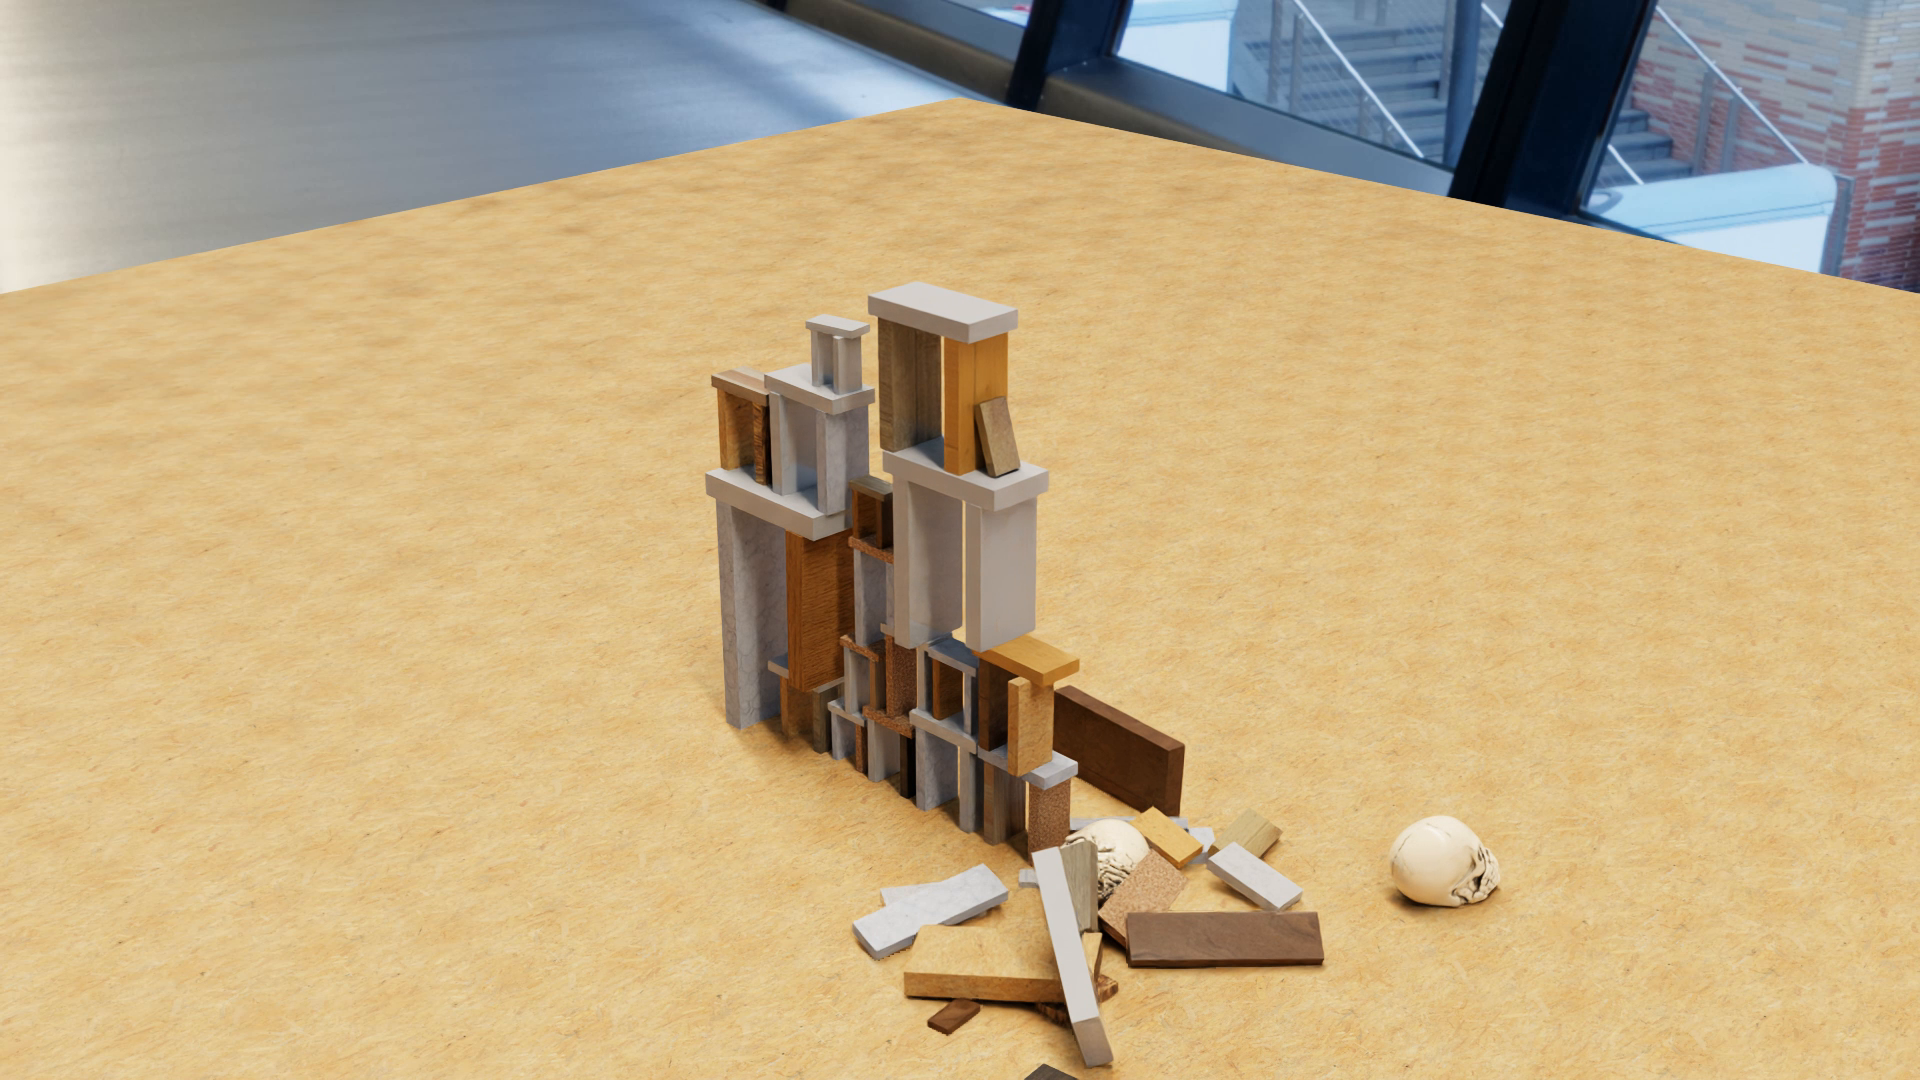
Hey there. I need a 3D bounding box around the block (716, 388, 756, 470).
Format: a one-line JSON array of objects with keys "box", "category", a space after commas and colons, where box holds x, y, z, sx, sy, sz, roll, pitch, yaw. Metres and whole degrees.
[{"box": [-0.464, -0.242, 4.624, 0.089, 0.177, 0.025, -21, 30, -40], "category": "block"}]

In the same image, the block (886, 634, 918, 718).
[{"box": [-0.119, 0.266, 4.473, 0.019, 0.185, 0.068, 21, 31, 40], "category": "block"}]

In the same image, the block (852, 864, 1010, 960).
[{"box": [-0.053, 0.684, 4.060, 0.292, 0.024, 0.084, -20, 43, -28], "category": "block"}]

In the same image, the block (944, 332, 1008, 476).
[{"box": [0.030, -0.262, 4.078, 0.037, 0.262, 0.131, 21, 31, 40], "category": "block"}]

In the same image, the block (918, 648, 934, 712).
[{"box": [-0.054, 0.269, 4.404, 0.019, 0.137, 0.068, 21, 31, 40], "category": "block"}]

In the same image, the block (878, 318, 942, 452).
[{"box": [-0.095, -0.310, 4.190, 0.037, 0.262, 0.131, 21, 31, 40], "category": "block"}]

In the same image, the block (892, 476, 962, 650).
[{"box": [-0.062, 0.025, 4.300, 0.042, 0.356, 0.148, 21, 31, 40], "category": "block"}]

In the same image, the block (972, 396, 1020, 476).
[{"box": [0.069, -0.193, 4.075, 0.068, 0.137, 0.019, -22, 14, -41], "category": "block"}]

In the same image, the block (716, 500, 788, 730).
[{"box": [-0.433, 0.139, 4.755, 0.175, 0.529, 0.050, -21, 31, -41], "category": "block"}]

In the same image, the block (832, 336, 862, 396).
[{"box": [-0.220, -0.346, 4.309, 0.058, 0.116, 0.016, -19, 29, -37], "category": "block"}]

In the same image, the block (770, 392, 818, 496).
[{"box": [-0.334, -0.208, 4.492, 0.109, 0.218, 0.031, -20, 30, -39], "category": "block"}]

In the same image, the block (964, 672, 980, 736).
[{"box": [0.038, 0.311, 4.310, 0.066, 0.132, 0.019, -21, 31, -41], "category": "block"}]

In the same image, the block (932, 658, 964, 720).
[{"box": [-0.024, 0.287, 4.368, 0.066, 0.132, 0.019, -21, 31, -41], "category": "block"}]

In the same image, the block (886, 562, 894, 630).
[{"box": [-0.114, 0.101, 4.393, 0.020, 0.142, 0.071, 21, 31, 40], "category": "block"}]

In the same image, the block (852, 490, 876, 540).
[{"box": [-0.190, -0.058, 4.401, 0.052, 0.104, 0.015, -21, 31, -40], "category": "block"}]

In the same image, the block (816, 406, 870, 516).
[{"box": [-0.234, -0.168, 4.395, 0.109, 0.218, 0.031, -19, 30, -37], "category": "block"}]

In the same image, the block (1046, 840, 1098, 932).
[{"box": [0.205, 0.644, 4.018, 0.092, 0.026, 0.184, -22, 44, 27], "category": "block"}]

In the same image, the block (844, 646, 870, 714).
[{"box": [-0.213, 0.283, 4.569, 0.016, 0.153, 0.058, 21, 31, 41], "category": "block"}]

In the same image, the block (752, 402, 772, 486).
[{"box": [-0.382, -0.209, 4.545, 0.089, 0.177, 0.025, -20, 30, -39], "category": "block"}]

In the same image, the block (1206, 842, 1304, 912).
[{"box": [0.558, 0.642, 4.166, 0.167, 0.024, 0.084, 33, 37, 30], "category": "block"}]

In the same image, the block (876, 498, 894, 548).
[{"box": [-0.141, -0.039, 4.356, 0.052, 0.104, 0.015, -21, 31, -40], "category": "block"}]

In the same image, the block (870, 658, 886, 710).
[{"box": [-0.158, 0.287, 4.511, 0.016, 0.116, 0.058, 21, 31, 41], "category": "block"}]

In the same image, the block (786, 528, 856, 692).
[{"box": [-0.275, 0.125, 4.561, 0.175, 0.350, 0.050, -20, 31, -39], "category": "block"}]

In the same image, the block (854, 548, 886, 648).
[{"box": [-0.181, 0.108, 4.470, 0.020, 0.214, 0.071, 21, 31, 41], "category": "block"}]

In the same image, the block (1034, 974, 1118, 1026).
[{"box": [0.205, 0.798, 3.848, 0.071, 0.020, 0.142, 17, 27, 41], "category": "block"}]

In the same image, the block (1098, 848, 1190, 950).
[{"box": [0.333, 0.660, 4.032, 0.093, 0.026, 0.186, 39, 53, 11], "category": "block"}]

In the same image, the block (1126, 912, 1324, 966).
[{"box": [0.476, 0.718, 3.961, 0.349, 0.026, 0.093, 0, 55, -4], "category": "block"}]

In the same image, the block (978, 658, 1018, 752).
[{"box": [0.081, 0.304, 4.262, 0.097, 0.194, 0.027, -20, 30, -39], "category": "block"}]

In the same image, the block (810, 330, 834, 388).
[{"box": [-0.270, -0.367, 4.359, 0.016, 0.116, 0.058, 15, 27, 31], "category": "block"}]

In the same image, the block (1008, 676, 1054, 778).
[{"box": [0.134, 0.344, 4.168, 0.027, 0.194, 0.097, 21, 31, 41], "category": "block"}]

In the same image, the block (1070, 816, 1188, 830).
[{"box": [0.318, 0.562, 4.368, 0.264, 0.019, 0.068, -1, -2, 1], "category": "block"}]

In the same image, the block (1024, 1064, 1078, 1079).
[{"box": [0.117, 0.922, 3.552, 0.099, 0.028, 0.197, 17, 28, 34], "category": "block"}]

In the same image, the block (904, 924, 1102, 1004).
[{"box": [0.079, 0.751, 3.896, 0.330, 0.047, 0.165, 1, 20, 11], "category": "block"}]

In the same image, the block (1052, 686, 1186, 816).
[{"box": [0.319, 0.438, 4.515, 0.047, 0.165, 0.343, -15, 27, -37], "category": "block"}]

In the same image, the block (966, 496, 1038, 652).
[{"box": [0.078, 0.052, 4.160, 0.148, 0.296, 0.042, -20, 30, -40], "category": "block"}]
